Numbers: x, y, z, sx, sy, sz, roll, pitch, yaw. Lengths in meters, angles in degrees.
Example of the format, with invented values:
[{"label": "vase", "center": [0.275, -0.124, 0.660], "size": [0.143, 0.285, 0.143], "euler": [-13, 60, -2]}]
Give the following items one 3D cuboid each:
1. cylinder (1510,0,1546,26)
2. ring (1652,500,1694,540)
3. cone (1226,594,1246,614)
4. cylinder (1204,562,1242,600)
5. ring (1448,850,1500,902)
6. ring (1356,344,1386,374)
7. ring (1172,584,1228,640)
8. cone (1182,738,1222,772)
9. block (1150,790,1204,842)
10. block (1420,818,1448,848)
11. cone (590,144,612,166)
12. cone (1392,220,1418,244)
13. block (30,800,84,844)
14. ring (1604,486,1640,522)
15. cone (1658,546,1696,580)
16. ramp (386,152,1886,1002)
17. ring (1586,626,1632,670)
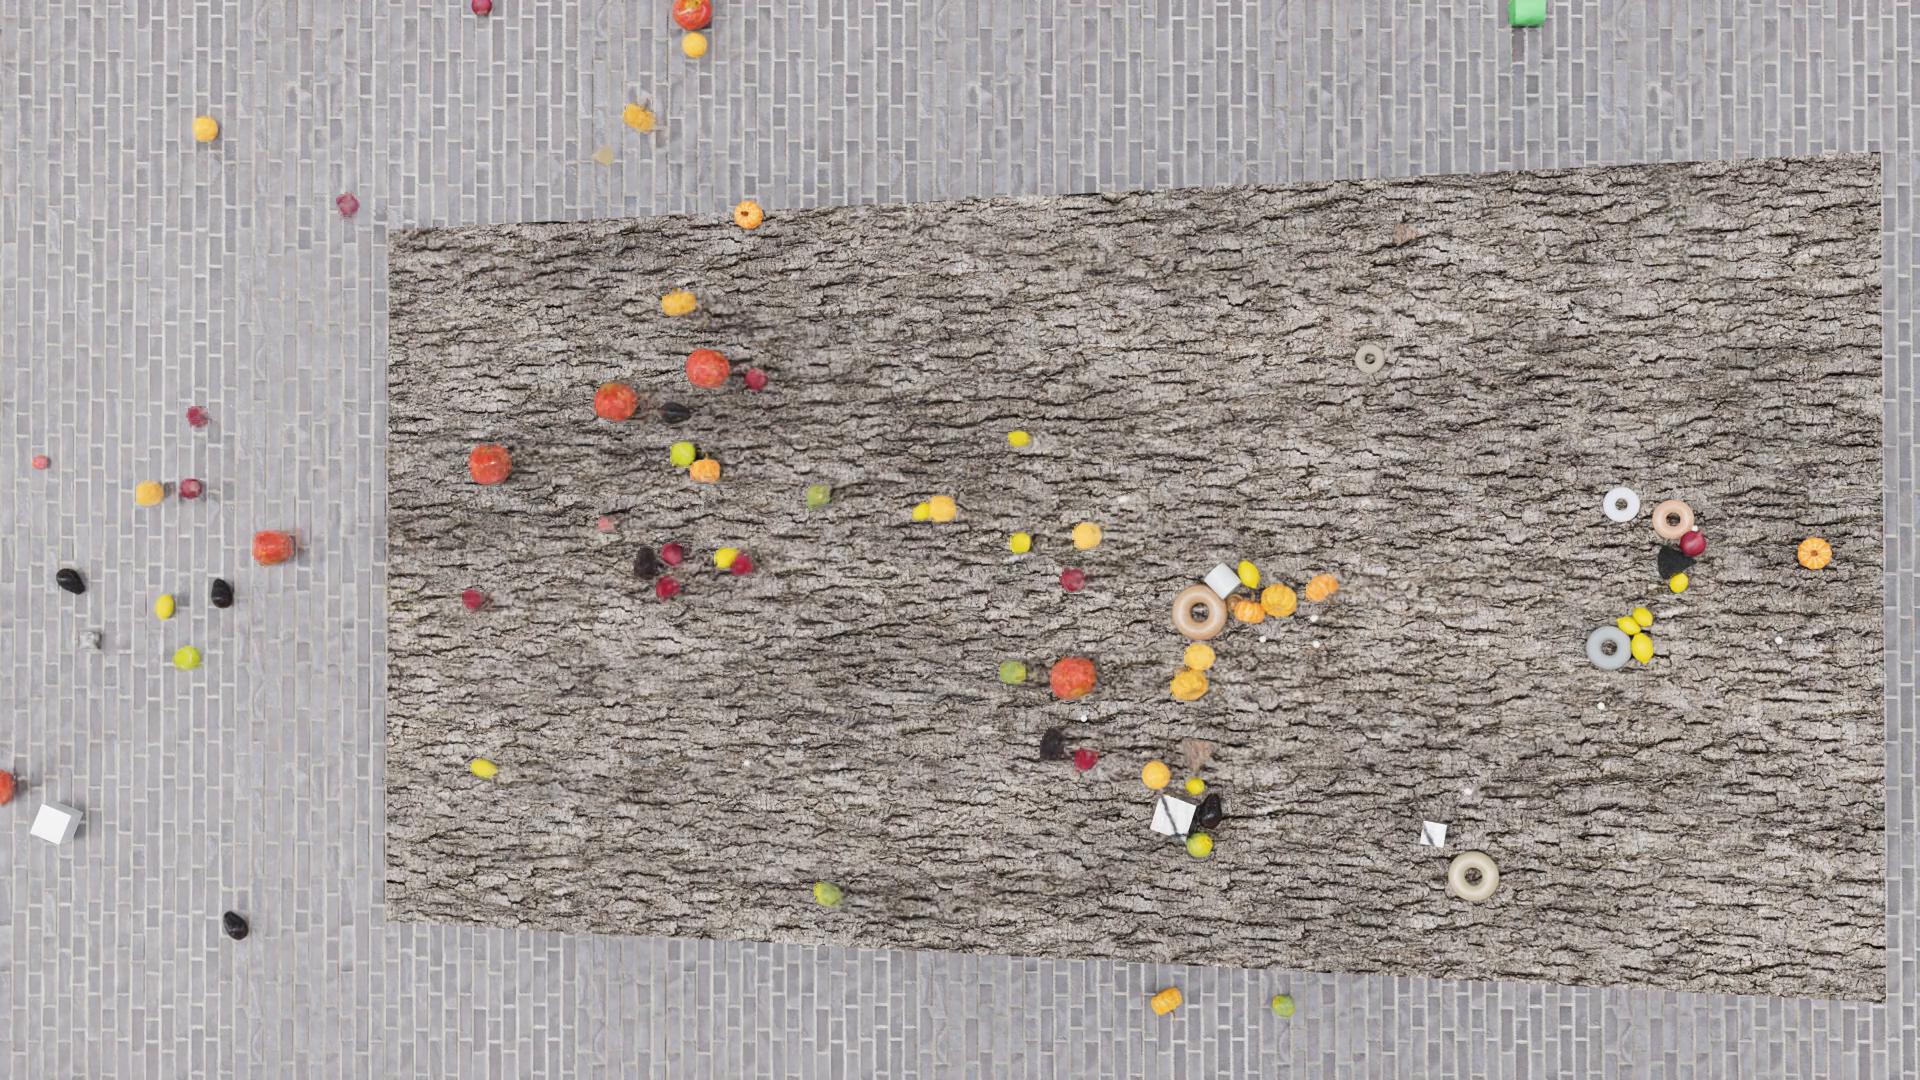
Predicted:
[{"label": "cylinder", "center": [1.658, -1.548, 6.424], "size": [0.086, 0.086, 0.086], "euler": [-2, 89, 0]}, {"label": "ring", "center": [1.716, -0.049, 5.291], "size": [0.097, 0.032, 0.097], "euler": [0, 90, 17]}, {"label": "cone", "center": [0.695, 0.163, 5.593], "size": [0.052, 0.052, 0.052], "euler": [0, 89, 17]}, {"label": "cylinder", "center": [0.670, 0.105, 5.593], "size": [0.069, 0.069, 0.069], "euler": [-43, 77, -1]}, {"label": "ring", "center": [1.264, 0.827, 5.414], "size": [0.123, 0.041, 0.123], "euler": [-1, 88, 18]}, {"label": "ring", "center": [1.029, -0.454, 5.513], "size": [0.075, 0.025, 0.075], "euler": [0, 90, 16]}, {"label": "ring", "center": [0.613, 0.185, 5.621], "size": [0.144, 0.048, 0.144], "euler": [-1, 88, 18]}, {"label": "cone", "center": [0.629, 0.535, 5.614], "size": [0.092, 0.092, 0.092], "euler": [-18, 89, -11]}, {"label": "block", "center": [0.553, 0.702, 5.607], "size": [0.095, 0.095, 0.095], "euler": [19, 95, 17]}, {"label": "block", "center": [1.172, 0.724, 5.435], "size": [0.056, 0.056, 0.056], "euler": [9, 92, 17]}, {"label": "cone", "center": [-1.060, -1.128, 6.447], "size": [0.060, 0.060, 0.060], "euler": [2, 89, 27]}, {"label": "cone", "center": [1.121, -0.764, 5.488], "size": [0.058, 0.058, 0.058], "euler": [6, 89, -20]}, {"label": "block", "center": [-2.623, 0.821, 6.388], "size": [0.090, 0.090, 0.090], "euler": [22, 89, 0]}, {"label": "ring", "center": [1.603, -0.086, 5.329], "size": [0.086, 0.029, 0.086], "euler": [0, 90, 18]}, {"label": "cone", "center": [1.734, 0.054, 5.281], "size": [0.083, 0.083, 0.083], "euler": [0, 89, -10]}, {"label": "ramp", "center": [0.274, 0.094, 5.804], "size": [4.000, 0.100, 2.000], "euler": [0, 89, 17]}, {"label": "ring", "center": [1.573, 0.261, 5.329], "size": [0.109, 0.036, 0.109], "euler": [-1, 88, 21]}]
